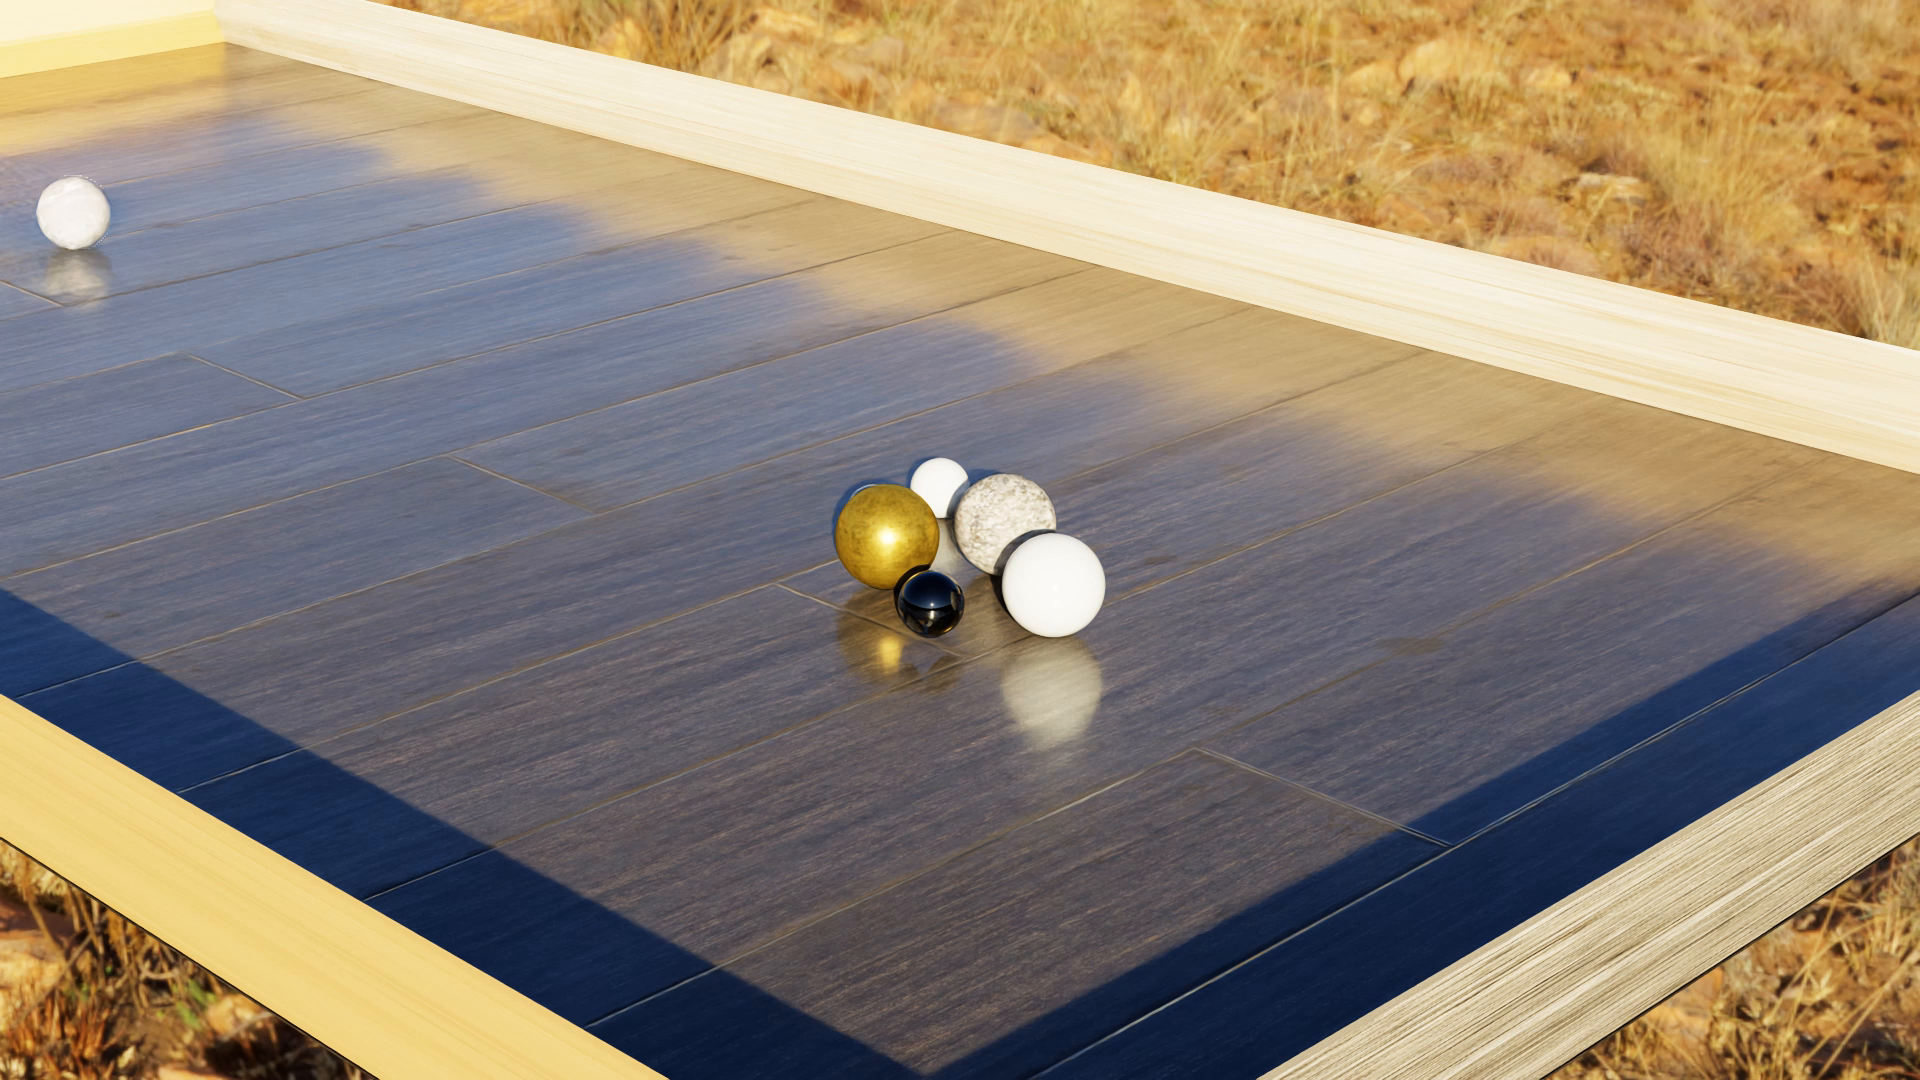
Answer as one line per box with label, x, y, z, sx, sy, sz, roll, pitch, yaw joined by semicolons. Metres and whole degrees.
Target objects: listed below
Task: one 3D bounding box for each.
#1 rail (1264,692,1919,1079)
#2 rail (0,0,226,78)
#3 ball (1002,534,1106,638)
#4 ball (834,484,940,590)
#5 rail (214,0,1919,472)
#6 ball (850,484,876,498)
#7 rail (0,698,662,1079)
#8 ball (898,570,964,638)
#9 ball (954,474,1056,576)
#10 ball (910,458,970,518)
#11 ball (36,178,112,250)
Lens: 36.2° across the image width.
rail;0.601;0.189;2.088;0.045;0.123;1.747;19;28;41
rail;-1.838;-0.674;4.349;0.045;0.123;1.747;19;28;41
ball;0.081;0.039;2.529;0.090;0.090;0.090;0;21;0
ball;-0.065;-0.003;2.633;0.094;0.094;0.094;0;21;0
rail;-0.019;-0.457;3.782;3.483;0.123;0.045;19;28;41
ball;-0.083;-0.029;2.767;0.047;0.047;0.047;0;21;0
rail;-1.217;-0.027;2.655;3.483;0.123;0.045;19;28;41
ball;-0.025;0.055;2.533;0.058;0.058;0.058;0;21;0
ball;0.041;-0.014;2.662;0.094;0.094;0.094;0;21;0
ball;-0.019;-0.050;2.807;0.058;0.058;0.058;0;21;0
ball;-1.118;-0.412;3.712;0.090;0.090;0.090;0;21;0
